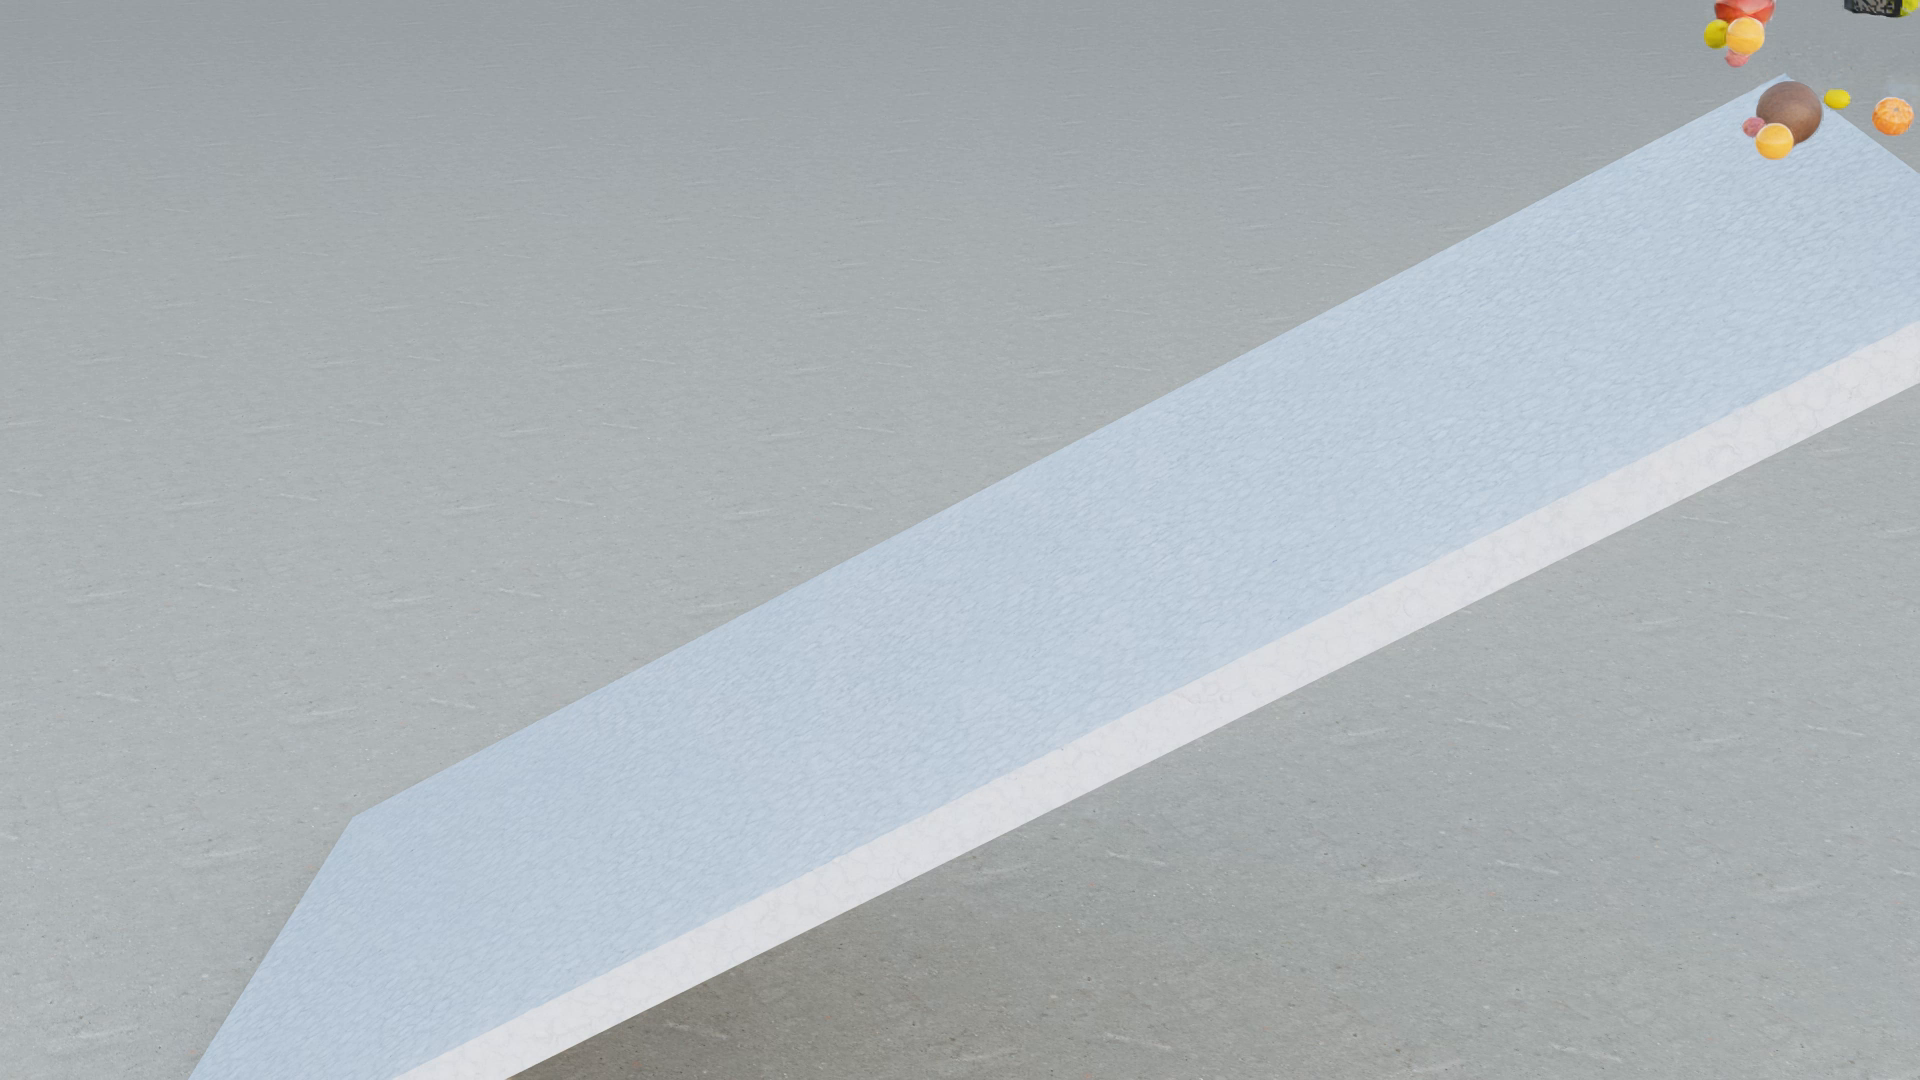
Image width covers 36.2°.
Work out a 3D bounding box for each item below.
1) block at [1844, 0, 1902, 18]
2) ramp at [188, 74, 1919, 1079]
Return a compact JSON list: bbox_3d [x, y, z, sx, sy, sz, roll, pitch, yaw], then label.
[{"bbox_3d":[1.803,-1.084,5.792,0.090,0.090,0.090,7,17,3],"label":"block"},{"bbox_3d":[0.142,0.167,6.283,4.000,0.100,2.000,-27,14,11],"label":"ramp"}]
